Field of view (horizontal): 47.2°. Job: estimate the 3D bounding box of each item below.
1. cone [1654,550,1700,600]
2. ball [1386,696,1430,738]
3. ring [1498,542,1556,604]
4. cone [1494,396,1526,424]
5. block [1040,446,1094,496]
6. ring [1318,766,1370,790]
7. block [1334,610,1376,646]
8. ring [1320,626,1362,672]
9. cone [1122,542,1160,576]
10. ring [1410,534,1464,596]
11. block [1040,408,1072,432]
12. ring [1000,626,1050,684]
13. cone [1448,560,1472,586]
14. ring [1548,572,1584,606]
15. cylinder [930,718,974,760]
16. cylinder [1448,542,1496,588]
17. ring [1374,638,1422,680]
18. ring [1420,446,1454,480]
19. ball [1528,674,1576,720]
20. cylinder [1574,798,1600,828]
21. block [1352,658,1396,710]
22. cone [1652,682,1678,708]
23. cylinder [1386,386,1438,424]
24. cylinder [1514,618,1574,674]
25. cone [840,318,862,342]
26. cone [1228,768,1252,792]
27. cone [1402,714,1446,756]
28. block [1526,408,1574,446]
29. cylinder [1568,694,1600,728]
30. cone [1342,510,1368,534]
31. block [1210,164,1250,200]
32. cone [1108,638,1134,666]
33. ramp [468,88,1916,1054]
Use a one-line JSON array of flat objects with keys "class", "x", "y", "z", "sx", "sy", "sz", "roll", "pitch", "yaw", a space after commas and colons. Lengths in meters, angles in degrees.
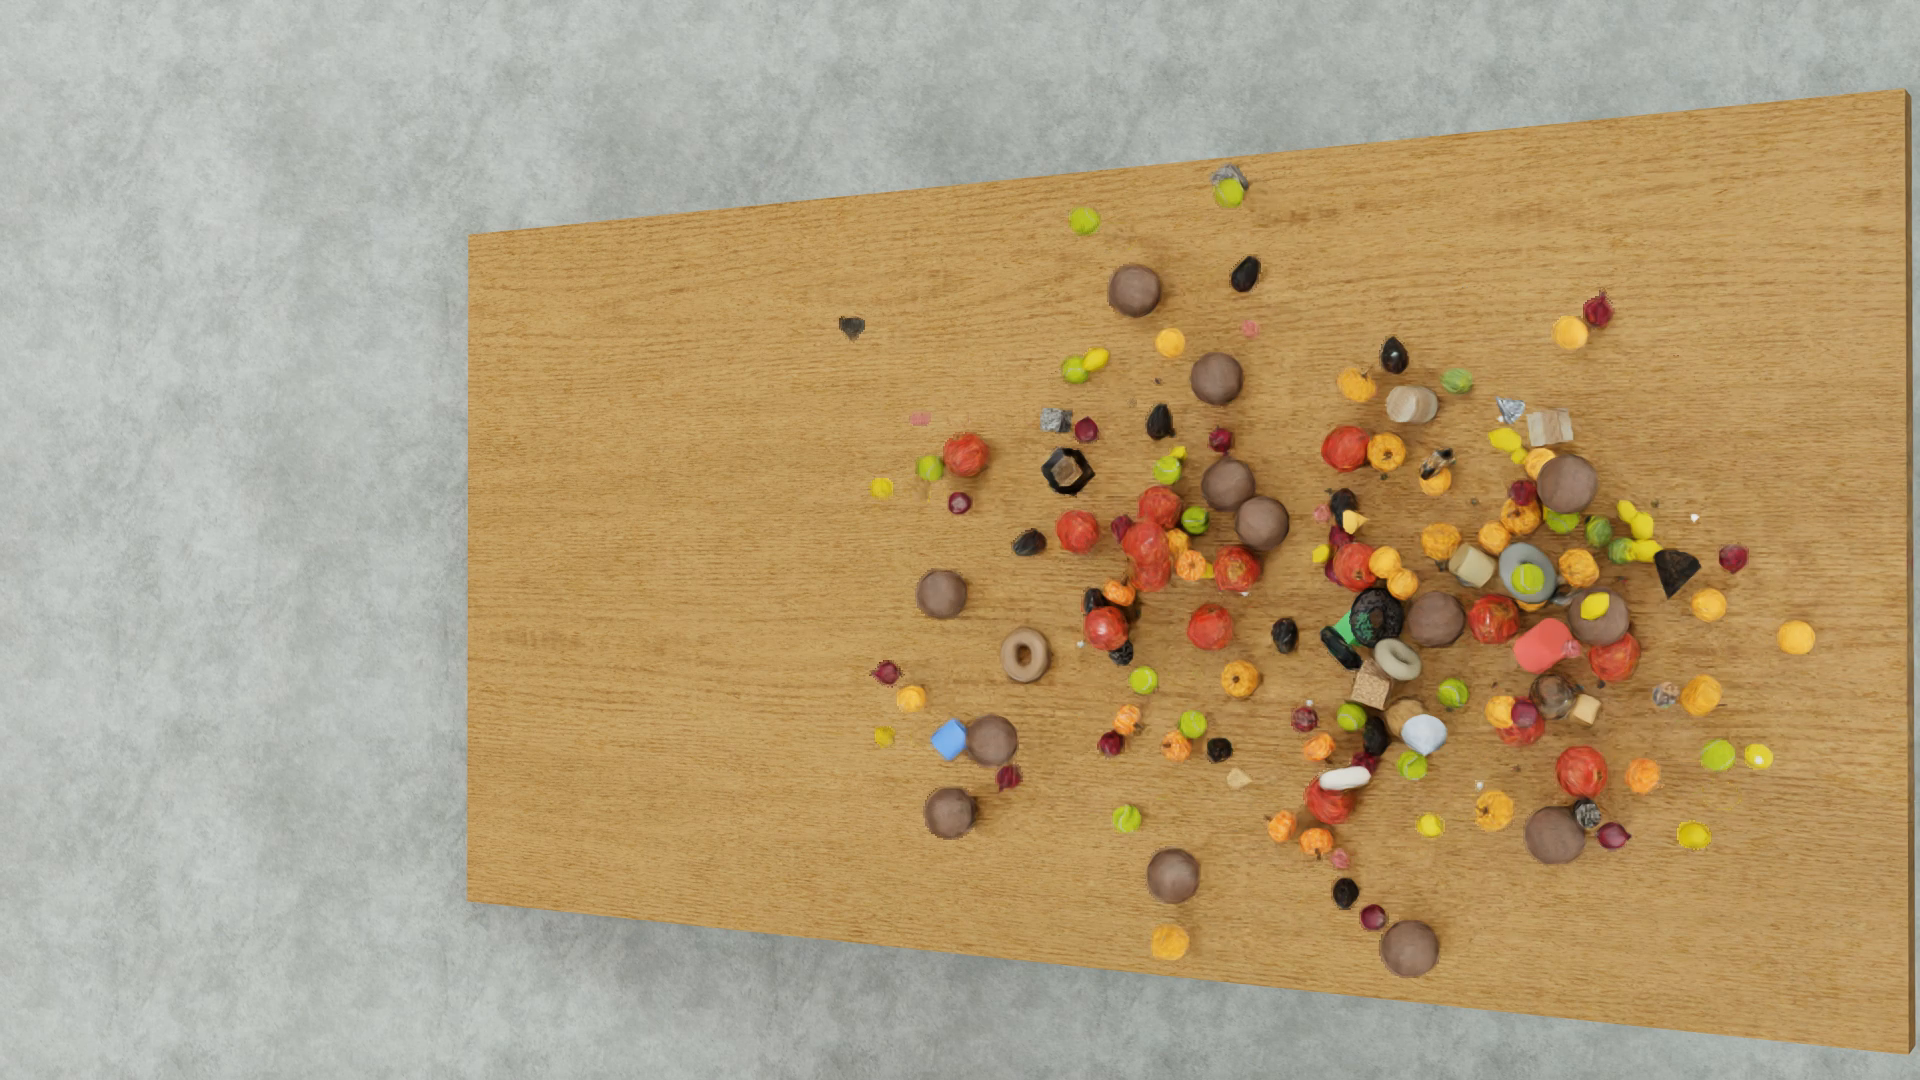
[{"class": "cone", "x": 1.544, "y": 0.089, "z": 4.767, "sx": 0.098, "sy": 0.098, "sz": 0.098, "roll": 4, "pitch": 120, "yaw": 0}, {"class": "ball", "x": 1.028, "y": 0.408, "z": 5.044, "sx": 0.098, "sy": 0.098, "sz": 0.098, "roll": 0, "pitch": 89, "yaw": 0}, {"class": "ring", "x": 1.250, "y": 0.073, "z": 4.844, "sx": 0.146, "sy": 0.049, "sz": 0.146, "roll": 14, "pitch": 57, "yaw": -23}, {"class": "cone", "x": 1.167, "y": -0.290, "z": 4.708, "sx": 0.061, "sy": 0.061, "sz": 0.061, "roll": 35, "pitch": 90, "yaw": -14}, {"class": "block", "x": 0.269, "y": -0.171, "z": 5.501, "sx": 0.081, "sy": 0.081, "sz": 0.081, "roll": -47, "pitch": 57, "yaw": 27}, {"class": "ring", "x": 0.881, "y": 0.547, "z": 5.038, "sx": 0.118, "sy": 0.118, "sz": 0.039, "roll": -9, "pitch": 76, "yaw": 0}, {"class": "block", "x": 0.920, "y": 0.205, "z": 5.130, "sx": 0.056, "sy": 0.056, "sz": 0.056, "roll": -50, "pitch": 57, "yaw": 20}, {"class": "ring", "x": 0.886, "y": 0.253, "z": 5.115, "sx": 0.042, "sy": 0.127, "sz": 0.127, "roll": -43, "pitch": 90, "yaw": 10}, {"class": "cone", "x": 0.454, "y": 0.039, "z": 5.424, "sx": 0.088, "sy": 0.088, "sz": 0.088, "roll": -12, "pitch": 89, "yaw": 19}, {"class": "ring", "x": 1.104, "y": 0.056, "z": 5.046, "sx": 0.143, "sy": 0.048, "sz": 0.143, "roll": 0, "pitch": 84, "yaw": 4}, {"class": "block", "x": 0.243, "y": -0.303, "z": 5.544, "sx": 0.056, "sy": 0.056, "sz": 0.056, "roll": 11, "pitch": 95, "yaw": 30}, {"class": "ring", "x": 0.165, "y": 0.292, "z": 5.588, "sx": 0.144, "sy": 0.048, "sz": 0.144, "roll": -1, "pitch": 89, "yaw": 34}, {"class": "cone", "x": 1.134, "y": 0.056, "z": 5.018, "sx": 0.085, "sy": 0.085, "sz": 0.085, "roll": -6, "pitch": 101, "yaw": -30}, {"class": "ring", "x": 1.339, "y": 0.110, "z": 4.872, "sx": 0.082, "sy": 0.027, "sz": 0.082, "roll": -11, "pitch": 62, "yaw": 23}, {"class": "cylinder", "x": -0.021, "y": 0.511, "z": 5.647, "sx": 0.080, "sy": 0.080, "sz": 0.080, "roll": -42, "pitch": 90, "yaw": 6}, {"class": "cylinder", "x": 1.147, "y": 0.057, "z": 4.926, "sx": 0.074, "sy": 0.074, "sz": 0.074, "roll": 31, "pitch": 90, "yaw": -9}, {"class": "ring", "x": 0.999, "y": 0.273, "z": 5.019, "sx": 0.120, "sy": 0.120, "sz": 0.040, "roll": 30, "pitch": 124, "yaw": 0}, {"class": "ring", "x": 1.073, "y": -0.174, "z": 4.952, "sx": 0.094, "sy": 0.094, "sz": 0.031, "roll": -43, "pitch": 72, "yaw": 0}, {"class": "ball", "x": 1.299, "y": 0.346, "z": 4.828, "sx": 0.100, "sy": 0.100, "sz": 0.100, "roll": 0, "pitch": 89, "yaw": 0}, {"class": "cylinder", "x": 1.364, "y": 0.595, "z": 4.786, "sx": 0.054, "sy": 0.054, "sz": 0.054, "roll": 1, "pitch": 95, "yaw": 11}, {"class": "block", "x": 0.957, "y": 0.332, "z": 5.077, "sx": 0.076, "sy": 0.076, "sz": 0.076, "roll": 21, "pitch": 120, "yaw": 18}, {"class": "cone", "x": 1.519, "y": 0.327, "z": 4.776, "sx": 0.058, "sy": 0.058, "sz": 0.058, "roll": -3, "pitch": 106, "yaw": -10}, {"class": "cylinder", "x": 1.037, "y": -0.310, "z": 5.041, "sx": 0.084, "sy": 0.084, "sz": 0.084, "roll": -1, "pitch": 89, "yaw": -41}, {"class": "cylinder", "x": 1.290, "y": 0.234, "z": 4.862, "sx": 0.093, "sy": 0.093, "sz": 0.093, "roll": 11, "pitch": 59, "yaw": -19}, {"class": "cone", "x": -0.289, "y": -0.550, "z": 5.856, "sx": 0.061, "sy": 0.061, "sz": 0.061, "roll": 3, "pitch": 132, "yaw": 0}, {"class": "cone", "x": 0.680, "y": 0.576, "z": 5.266, "sx": 0.056, "sy": 0.056, "sz": 0.056, "roll": 0, "pitch": 90, "yaw": -43}, {"class": "cone", "x": 1.035, "y": 0.457, "z": 4.901, "sx": 0.100, "sy": 0.100, "sz": 0.100, "roll": 4, "pitch": 115, "yaw": 10}, {"class": "block", "x": 1.312, "y": -0.250, "z": 4.890, "sx": 0.074, "sy": 0.074, "sz": 0.074, "roll": -9, "pitch": 89, "yaw": 33}, {"class": "cylinder", "x": 1.376, "y": 0.376, "z": 4.850, "sx": 0.055, "sy": 0.055, "sz": 0.055, "roll": 28, "pitch": 78, "yaw": 0}, {"class": "cone", "x": 0.925, "y": -0.046, "z": 5.093, "sx": 0.056, "sy": 0.056, "sz": 0.056, "roll": -8, "pitch": 89, "yaw": -24}, {"class": "block", "x": 0.652, "y": -0.864, "z": 5.304, "sx": 0.058, "sy": 0.058, "sz": 0.058, "roll": -36, "pitch": 72, "yaw": 26}, {"class": "cone", "x": 0.384, "y": 0.278, "z": 5.446, "sx": 0.070, "sy": 0.070, "sz": 0.070, "roll": 0, "pitch": 89, "yaw": 31}, {"class": "ramp", "x": 0.267, "y": 0.073, "z": 5.617, "sx": 4.000, "sy": 0.100, "sz": 2.000, "roll": 0, "pitch": 89, "yaw": 31}]
